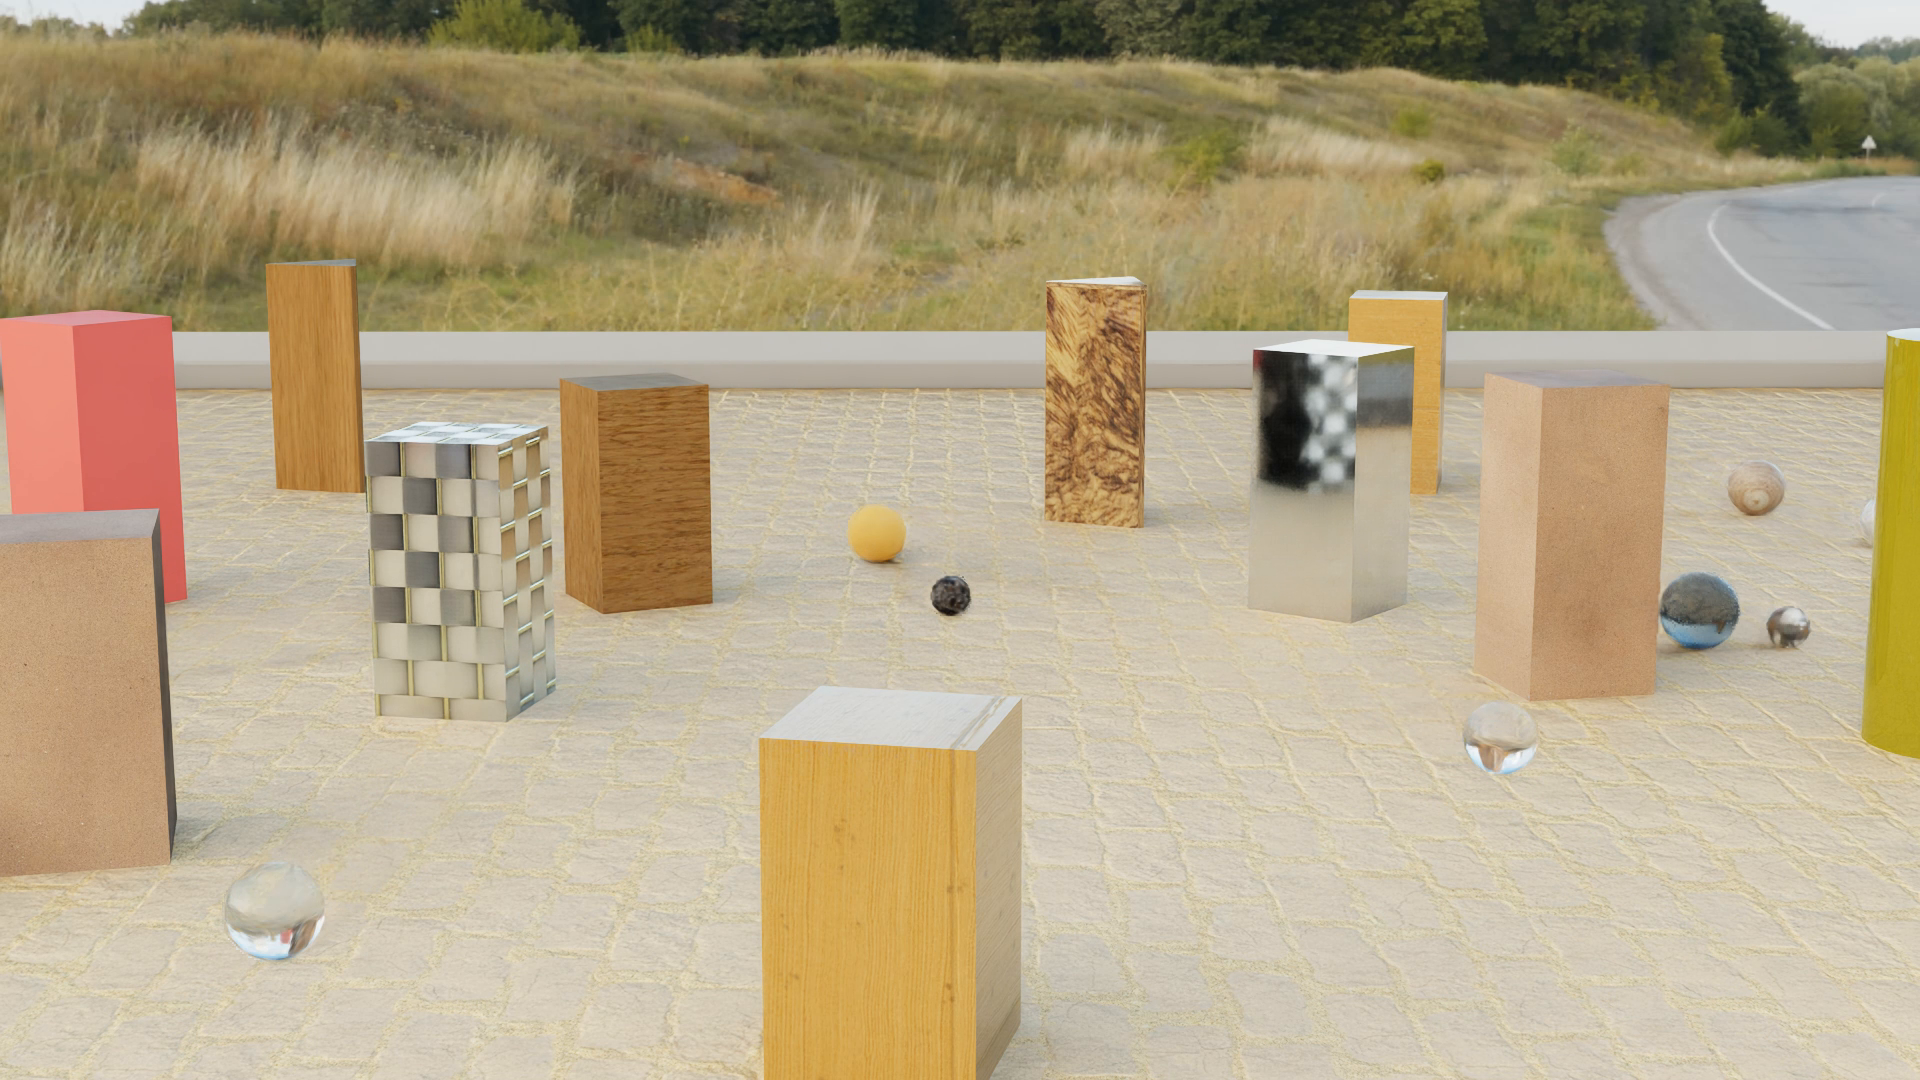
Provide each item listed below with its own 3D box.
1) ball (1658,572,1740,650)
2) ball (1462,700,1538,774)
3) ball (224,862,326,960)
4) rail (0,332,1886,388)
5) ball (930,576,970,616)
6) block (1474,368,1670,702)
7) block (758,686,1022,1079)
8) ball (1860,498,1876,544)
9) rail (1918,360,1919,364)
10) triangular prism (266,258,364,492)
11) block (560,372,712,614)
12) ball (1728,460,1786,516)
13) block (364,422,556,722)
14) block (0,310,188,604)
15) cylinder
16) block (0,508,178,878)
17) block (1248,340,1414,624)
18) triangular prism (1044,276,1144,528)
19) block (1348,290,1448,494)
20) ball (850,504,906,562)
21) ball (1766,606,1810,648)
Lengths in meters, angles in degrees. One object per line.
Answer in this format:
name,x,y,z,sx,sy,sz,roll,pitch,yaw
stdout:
ball,0.931,0.089,3.232,0.098,0.098,0.098,0,10,0
ball,0.561,0.205,2.665,0.077,0.077,0.077,0,10,0
ball,-0.564,0.305,2.114,0.081,0.081,0.081,0,10,0
rail,-0.014,-0.406,5.817,4.458,0.128,0.045,0,10,0
ball,-0.012,0.074,3.434,0.054,0.054,0.054,0,10,0
block,0.720,-0.010,3.032,0.157,0.365,0.157,-2,11,-12
block,-0.048,0.256,1.893,0.157,0.258,0.157,2,11,13
ball,1.417,-0.029,3.929,0.076,0.076,0.076,0,10,0
rail,2.205,0.031,3.461,0.045,0.128,4.865,0,10,0
triangular prism,-1.088,-0.290,4.478,0.170,0.390,0.148,3,11,16
block,-0.445,-0.068,3.520,0.157,0.301,0.157,-5,12,-27
ball,1.303,-0.086,4.197,0.092,0.092,0.092,0,10,0
block,-0.570,0.033,2.939,0.157,0.315,0.157,2,11,11
block,-1.177,-0.107,3.489,0.157,0.391,0.157,7,13,34
cylinder,1.086,0.002,2.757,0.197,0.442,0.197,0,10,0
block,-0.824,0.138,2.394,0.157,0.307,0.157,-3,11,-14
block,0.501,-0.083,3.462,0.157,0.353,0.157,8,13,37
triangular prism,0.246,-0.228,4.151,0.170,0.386,0.148,5,12,26
block,0.759,-0.259,4.463,0.157,0.334,0.157,3,11,13
ball,-0.122,-0.010,3.802,0.085,0.085,0.085,0,10,0
ball,1.048,0.110,3.244,0.053,0.053,0.053,0,10,0
